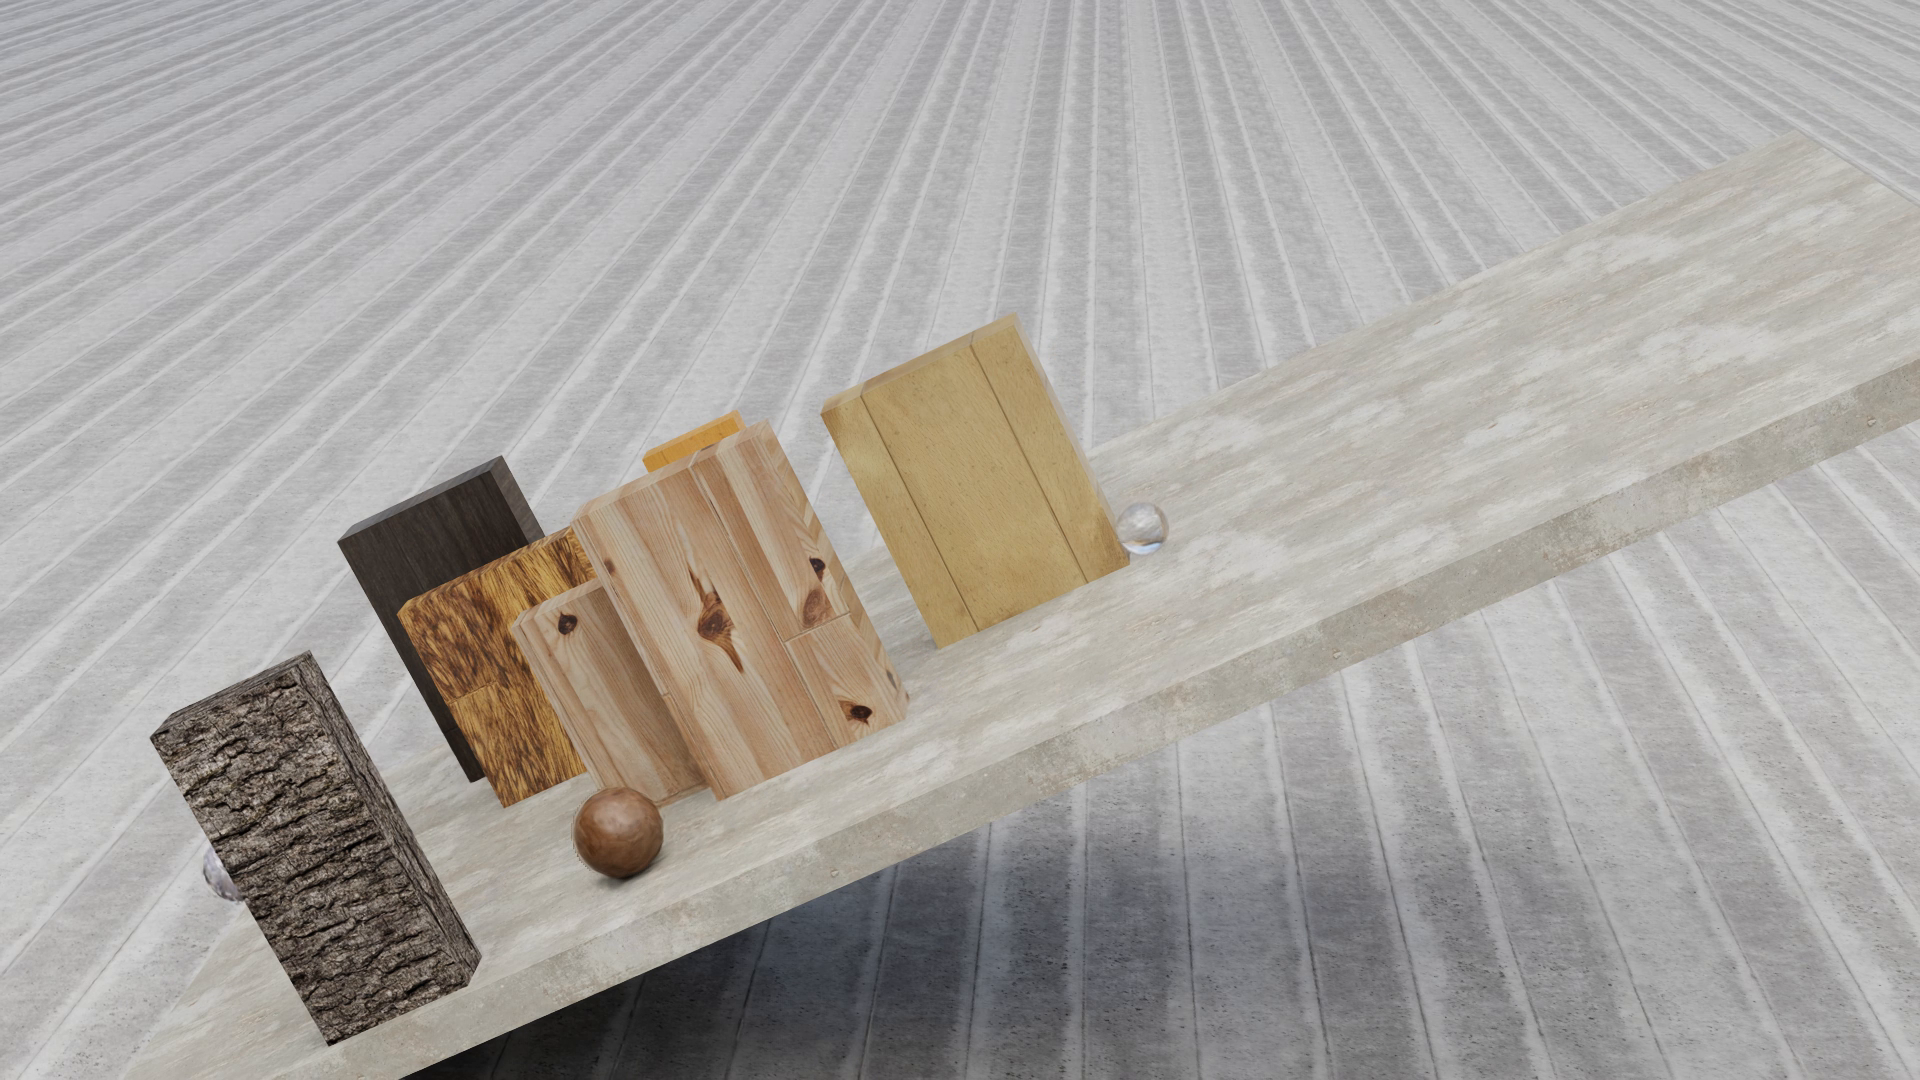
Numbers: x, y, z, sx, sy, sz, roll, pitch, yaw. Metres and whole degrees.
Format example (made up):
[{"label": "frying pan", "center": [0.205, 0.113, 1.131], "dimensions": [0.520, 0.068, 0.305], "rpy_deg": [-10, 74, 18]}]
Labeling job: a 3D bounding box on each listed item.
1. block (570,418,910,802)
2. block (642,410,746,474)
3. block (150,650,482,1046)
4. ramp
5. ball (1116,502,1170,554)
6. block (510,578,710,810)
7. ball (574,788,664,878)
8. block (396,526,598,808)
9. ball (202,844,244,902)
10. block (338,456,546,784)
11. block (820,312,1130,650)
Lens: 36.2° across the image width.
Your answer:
[{"label": "block", "center": [-0.432, 0.142, 5.842], "dimensions": [0.418, 0.641, 0.131], "rpy_deg": [-24, 13, 9]}, {"label": "block", "center": [-0.552, -0.051, 7.177], "dimensions": [0.248, 0.471, 0.084], "rpy_deg": [-24, 13, 9]}, {"label": "block", "center": [-1.207, 0.583, 5.540], "dimensions": [0.302, 0.685, 0.135], "rpy_deg": [-24, 13, 9]}, {"label": "ramp", "center": [0.137, 0.168, 6.282], "dimensions": [4.000, 0.100, 2.000], "rpy_deg": [-24, 13, 9]}, {"label": "ball", "center": [0.379, -0.025, 6.097], "dimensions": [0.110, 0.110, 0.110], "rpy_deg": [0, 16, 0]}, {"label": "block", "center": [-0.632, 0.292, 6.017], "dimensions": [0.380, 0.473, 0.112], "rpy_deg": [-24, 13, 9]}, {"label": "ball", "center": [-0.660, 0.565, 5.687], "dimensions": [0.173, 0.173, 0.173], "rpy_deg": [0, 16, 0]}, {"label": "block", "center": [-0.941, 0.284, 6.570], "dimensions": [0.427, 0.504, 0.100], "rpy_deg": [-24, 13, 9]}, {"label": "ball", "center": [-1.683, 0.759, 6.887], "dimensions": [0.176, 0.176, 0.176], "rpy_deg": [0, 16, 0]}, {"label": "block", "center": [-1.117, 0.189, 6.932], "dimensions": [0.406, 0.657, 0.143], "rpy_deg": [-24, 13, 9]}, {"label": "block", "center": [0.036, -0.122, 6.136], "dimensions": [0.441, 0.560, 0.135], "rpy_deg": [-24, 13, 9]}]
